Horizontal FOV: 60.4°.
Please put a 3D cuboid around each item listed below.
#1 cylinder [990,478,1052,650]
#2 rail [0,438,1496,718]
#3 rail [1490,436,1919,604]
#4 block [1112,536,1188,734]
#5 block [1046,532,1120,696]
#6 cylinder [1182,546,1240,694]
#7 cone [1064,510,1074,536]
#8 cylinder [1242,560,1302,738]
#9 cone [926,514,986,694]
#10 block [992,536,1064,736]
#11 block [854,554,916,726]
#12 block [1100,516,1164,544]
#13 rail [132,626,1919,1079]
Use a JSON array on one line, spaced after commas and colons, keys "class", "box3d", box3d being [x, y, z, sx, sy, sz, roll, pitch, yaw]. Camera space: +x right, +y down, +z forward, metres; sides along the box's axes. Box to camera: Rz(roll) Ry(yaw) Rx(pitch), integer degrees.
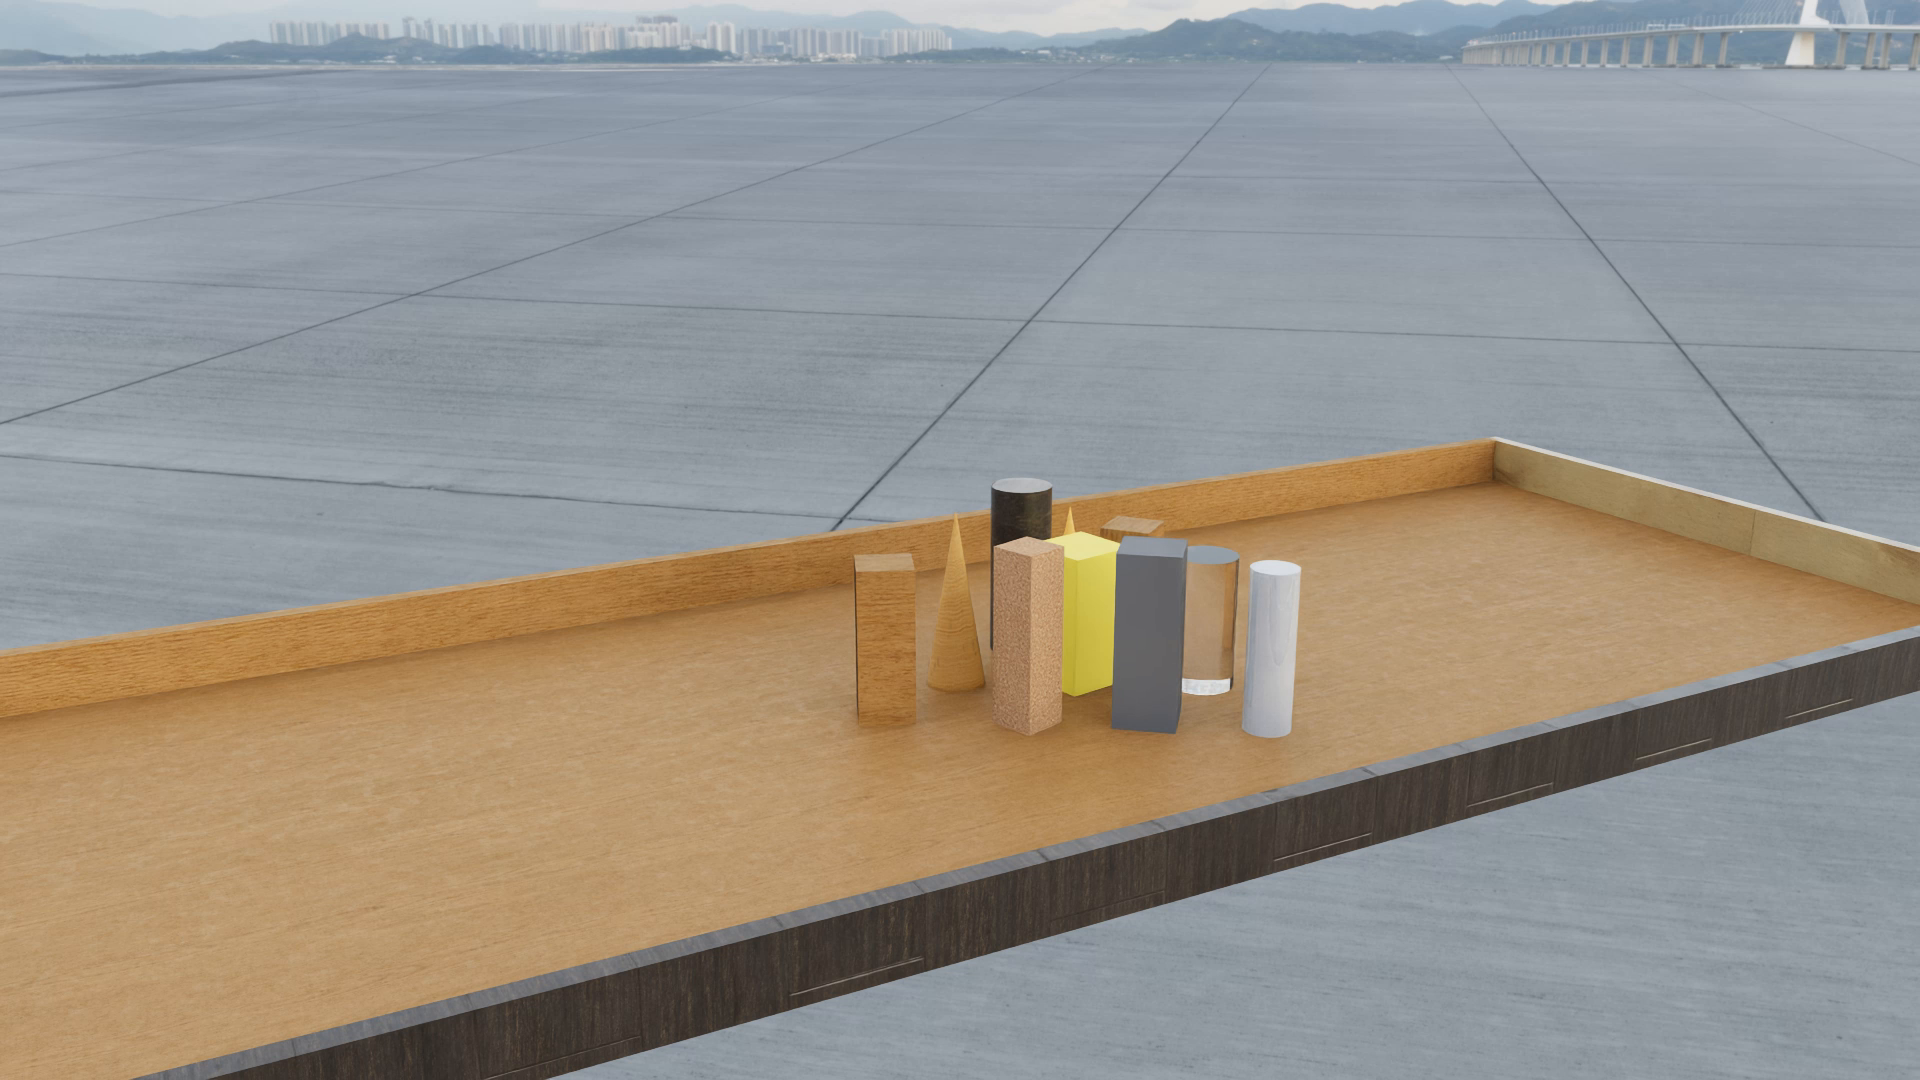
[{"class": "cylinder", "box3d": [0.159, 0.071, 4.327, 0.159, 0.443, 0.159, 0, 16, 0]}, {"class": "rail", "box3d": [-3.305, 0.497, 3.399, 12.000, 0.150, 0.050, -9, 18, -27]}, {"class": "rail", "box3d": [2.466, -0.048, 5.253, 0.050, 0.150, 2.100, -9, 18, -27]}, {"class": "block", "box3d": [0.442, 0.220, 3.848, 0.150, 0.428, 0.150, 3, 17, 12]}, {"class": "block", "box3d": [0.295, 0.181, 4.118, 0.180, 0.349, 0.180, -13, 21, -37]}, {"class": "cylinder", "box3d": [0.604, 0.197, 4.086, 0.160, 0.336, 0.160, 0, 16, 0]}, {"class": "cone", "box3d": [0.304, 0.057, 4.600, 0.122, 0.316, 0.122, 0, 16, 0]}, {"class": "cylinder", "box3d": [0.717, 0.251, 3.802, 0.114, 0.393, 0.114, 0, 16, 0]}, {"class": "cone", "box3d": [-0.010, 0.141, 4.076, 0.148, 0.450, 0.148, 0, 16, 0]}, {"class": "block", "box3d": [0.158, 0.222, 3.830, 0.115, 0.433, 0.115, 15, 22, 41]}, {"class": "block", "box3d": [-0.177, 0.234, 3.887, 0.135, 0.379, 0.135, -2, 16, -5]}, {"class": "block", "box3d": [0.452, 0.118, 4.368, 0.132, 0.330, 0.132, 7, 18, 23]}, {"class": "rail", "box3d": [-2.336, 1.006, 1.665, 12.000, 0.150, 0.050, -9, 18, -27]}]
